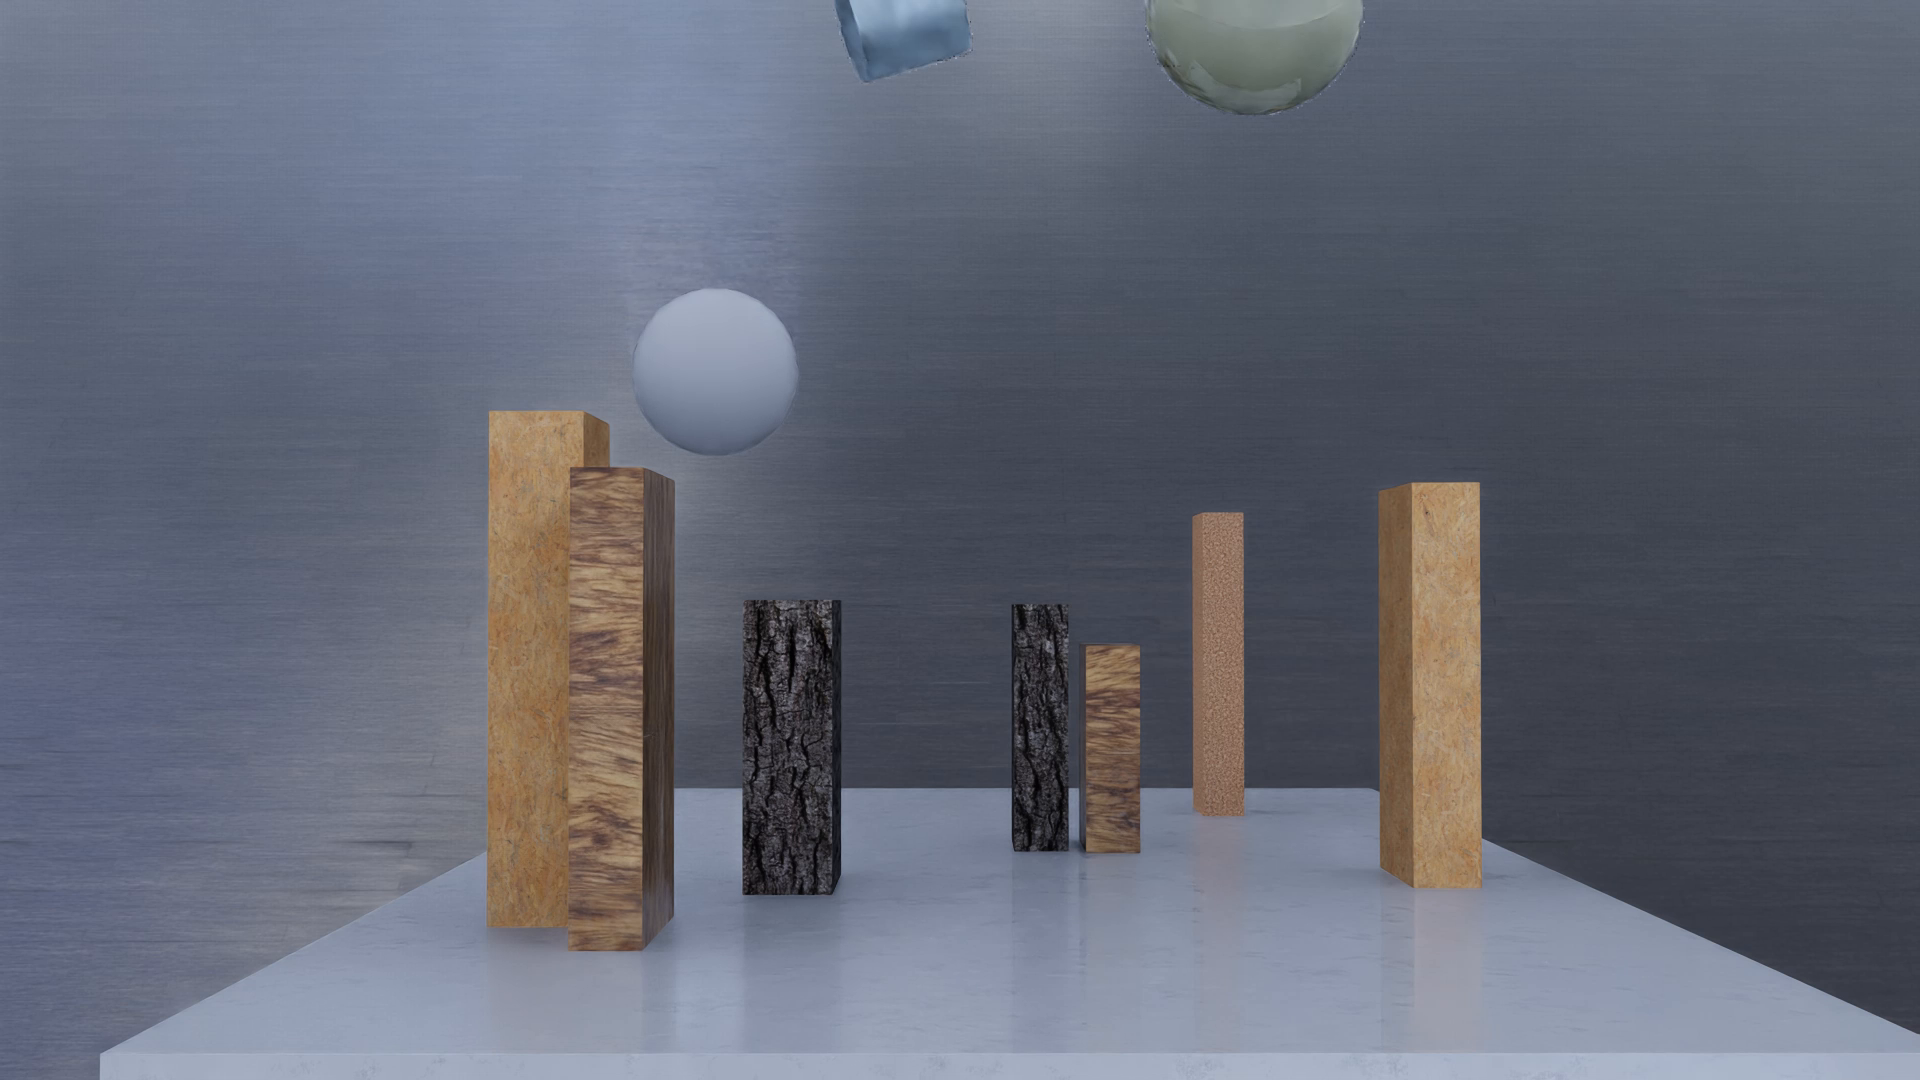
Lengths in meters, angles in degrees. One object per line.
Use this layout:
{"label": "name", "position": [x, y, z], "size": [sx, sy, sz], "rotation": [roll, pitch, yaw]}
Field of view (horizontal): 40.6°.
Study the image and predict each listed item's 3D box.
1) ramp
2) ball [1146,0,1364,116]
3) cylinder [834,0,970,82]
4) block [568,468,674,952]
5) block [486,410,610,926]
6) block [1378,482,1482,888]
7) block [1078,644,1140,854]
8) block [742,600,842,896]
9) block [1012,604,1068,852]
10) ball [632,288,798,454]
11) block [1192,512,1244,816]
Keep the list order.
{"label": "ramp", "position": [0.075, 0.651, 4.788], "size": [2.000, 0.100, 4.000], "rotation": [0, -1, 0]}
{"label": "ball", "position": [0.276, -0.501, 2.432], "size": [0.203, 0.203, 0.203], "rotation": [0, 34, 0]}
{"label": "cylinder", "position": [-0.062, -0.551, 2.723], "size": [0.114, 0.114, 0.114], "rotation": [-18, 37, -8]}
{"label": "block", "position": [-0.494, 0.240, 3.823], "size": [0.103, 0.674, 0.403], "rotation": [0, -1, 0]}
{"label": "block", "position": [-0.637, 0.196, 4.038], "size": [0.142, 0.773, 0.290], "rotation": [0, -1, 0]}
{"label": "block", "position": [0.828, 0.251, 4.594], "size": [0.116, 0.690, 0.353], "rotation": [0, -1, 0]}
{"label": "block", "position": [0.297, 0.409, 5.177], "size": [0.105, 0.402, 0.294], "rotation": [0, -1, 0]}
{"label": "block", "position": [-0.287, 0.348, 4.480], "size": [0.149, 0.490, 0.334], "rotation": [0, -1, 0]}
{"label": "block", "position": [0.159, 0.370, 5.206], "size": [0.106, 0.482, 0.271], "rotation": [0, -1, 0]}
{"label": "ball", "position": [-0.277, -0.190, 2.933], "size": [0.188, 0.188, 0.188], "rotation": [0, 34, 0]}
{"label": "block", "position": [0.600, 0.286, 6.041], "size": [0.093, 0.690, 0.263], "rotation": [0, -1, 0]}
